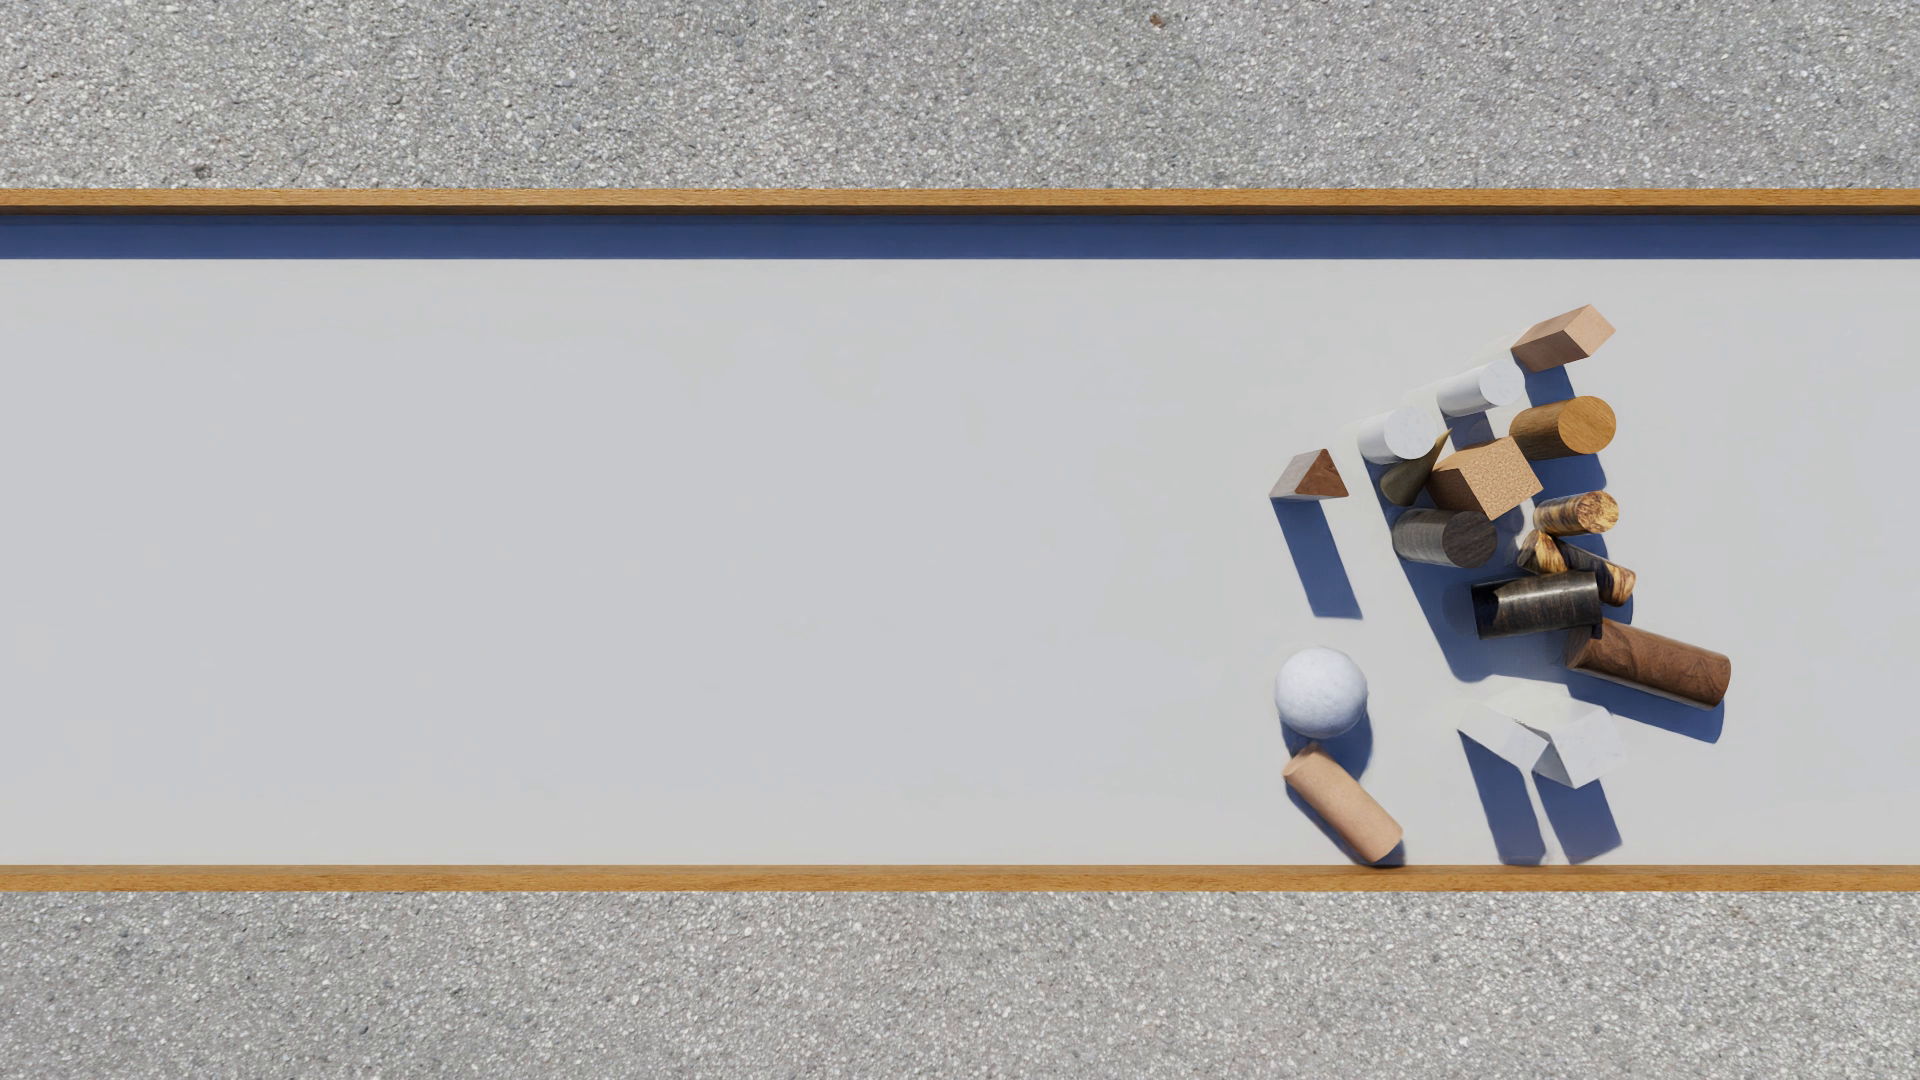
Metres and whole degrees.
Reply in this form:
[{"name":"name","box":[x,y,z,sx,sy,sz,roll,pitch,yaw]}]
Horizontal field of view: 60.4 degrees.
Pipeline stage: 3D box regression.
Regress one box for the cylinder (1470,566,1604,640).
[{"name":"cylinder","box":[1.725,0.192,4.937,0.350,0.171,0.171,-10,90,19]}]

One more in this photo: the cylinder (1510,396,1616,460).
[{"name":"cylinder","box":[1.772,-0.326,4.868,0.165,0.417,0.165,0,90,0]}]

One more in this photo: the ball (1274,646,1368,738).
[{"name":"ball","box":[1.082,0.457,4.939,0.276,0.276,0.276,0,90,0]}]

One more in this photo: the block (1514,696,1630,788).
[{"name":"block","box":[1.814,0.598,4.913,0.177,0.326,0.177,-25,90,0]}]

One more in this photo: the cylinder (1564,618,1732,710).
[{"name":"cylinder","box":[2.076,0.367,4.987,0.433,0.178,0.178,17,90,0]}]

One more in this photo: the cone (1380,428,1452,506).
[{"name":"cone","box":[1.384,-0.242,4.904,0.128,0.331,0.128,8,57,-13]}]

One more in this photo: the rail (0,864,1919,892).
[{"name":"rail","box":[-2.247,1.025,5.001,12.000,0.150,0.050,0,90,0]}]

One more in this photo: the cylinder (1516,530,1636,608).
[{"name":"cylinder","box":[1.873,0.087,5.014,0.320,0.125,0.125,23,90,0]}]

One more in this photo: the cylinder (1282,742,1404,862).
[{"name":"cylinder","box":[1.161,0.795,5.003,0.147,0.147,0.369,-45,90,0]}]

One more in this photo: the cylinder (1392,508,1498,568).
[{"name":"cylinder","box":[1.426,-0.008,4.873,0.165,0.391,0.165,0,92,-6]}]

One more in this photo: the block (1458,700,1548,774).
[{"name":"block","box":[1.595,0.575,4.863,0.105,0.419,0.105,31,94,0]}]

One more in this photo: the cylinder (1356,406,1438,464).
[{"name":"cylinder","box":[1.299,-0.310,4.915,0.154,0.323,0.154,0,90,0]}]

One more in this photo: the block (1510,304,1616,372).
[{"name":"block","box":[1.766,-0.588,4.850,0.105,0.453,0.105,-44,90,0]}]

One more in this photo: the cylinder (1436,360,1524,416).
[{"name":"cylinder","box":[1.530,-0.443,4.866,0.129,0.422,0.129,0,90,0]}]

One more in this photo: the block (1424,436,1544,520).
[{"name":"block","box":[1.535,-0.172,4.884,0.178,0.381,0.178,-31,90,-2]}]

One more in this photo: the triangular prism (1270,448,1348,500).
[{"name":"triangular prism","box":[1.030,-0.195,4.875,0.151,0.404,0.131,4,90,0]}]

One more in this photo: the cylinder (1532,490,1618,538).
[{"name":"cylinder","box":[1.824,-0.073,4.897,0.121,0.353,0.121,0,88,-1]}]

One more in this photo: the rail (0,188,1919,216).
[{"name":"rail","box":[-2.247,-1.025,5.002,12.000,0.150,0.050,0,90,0]}]
